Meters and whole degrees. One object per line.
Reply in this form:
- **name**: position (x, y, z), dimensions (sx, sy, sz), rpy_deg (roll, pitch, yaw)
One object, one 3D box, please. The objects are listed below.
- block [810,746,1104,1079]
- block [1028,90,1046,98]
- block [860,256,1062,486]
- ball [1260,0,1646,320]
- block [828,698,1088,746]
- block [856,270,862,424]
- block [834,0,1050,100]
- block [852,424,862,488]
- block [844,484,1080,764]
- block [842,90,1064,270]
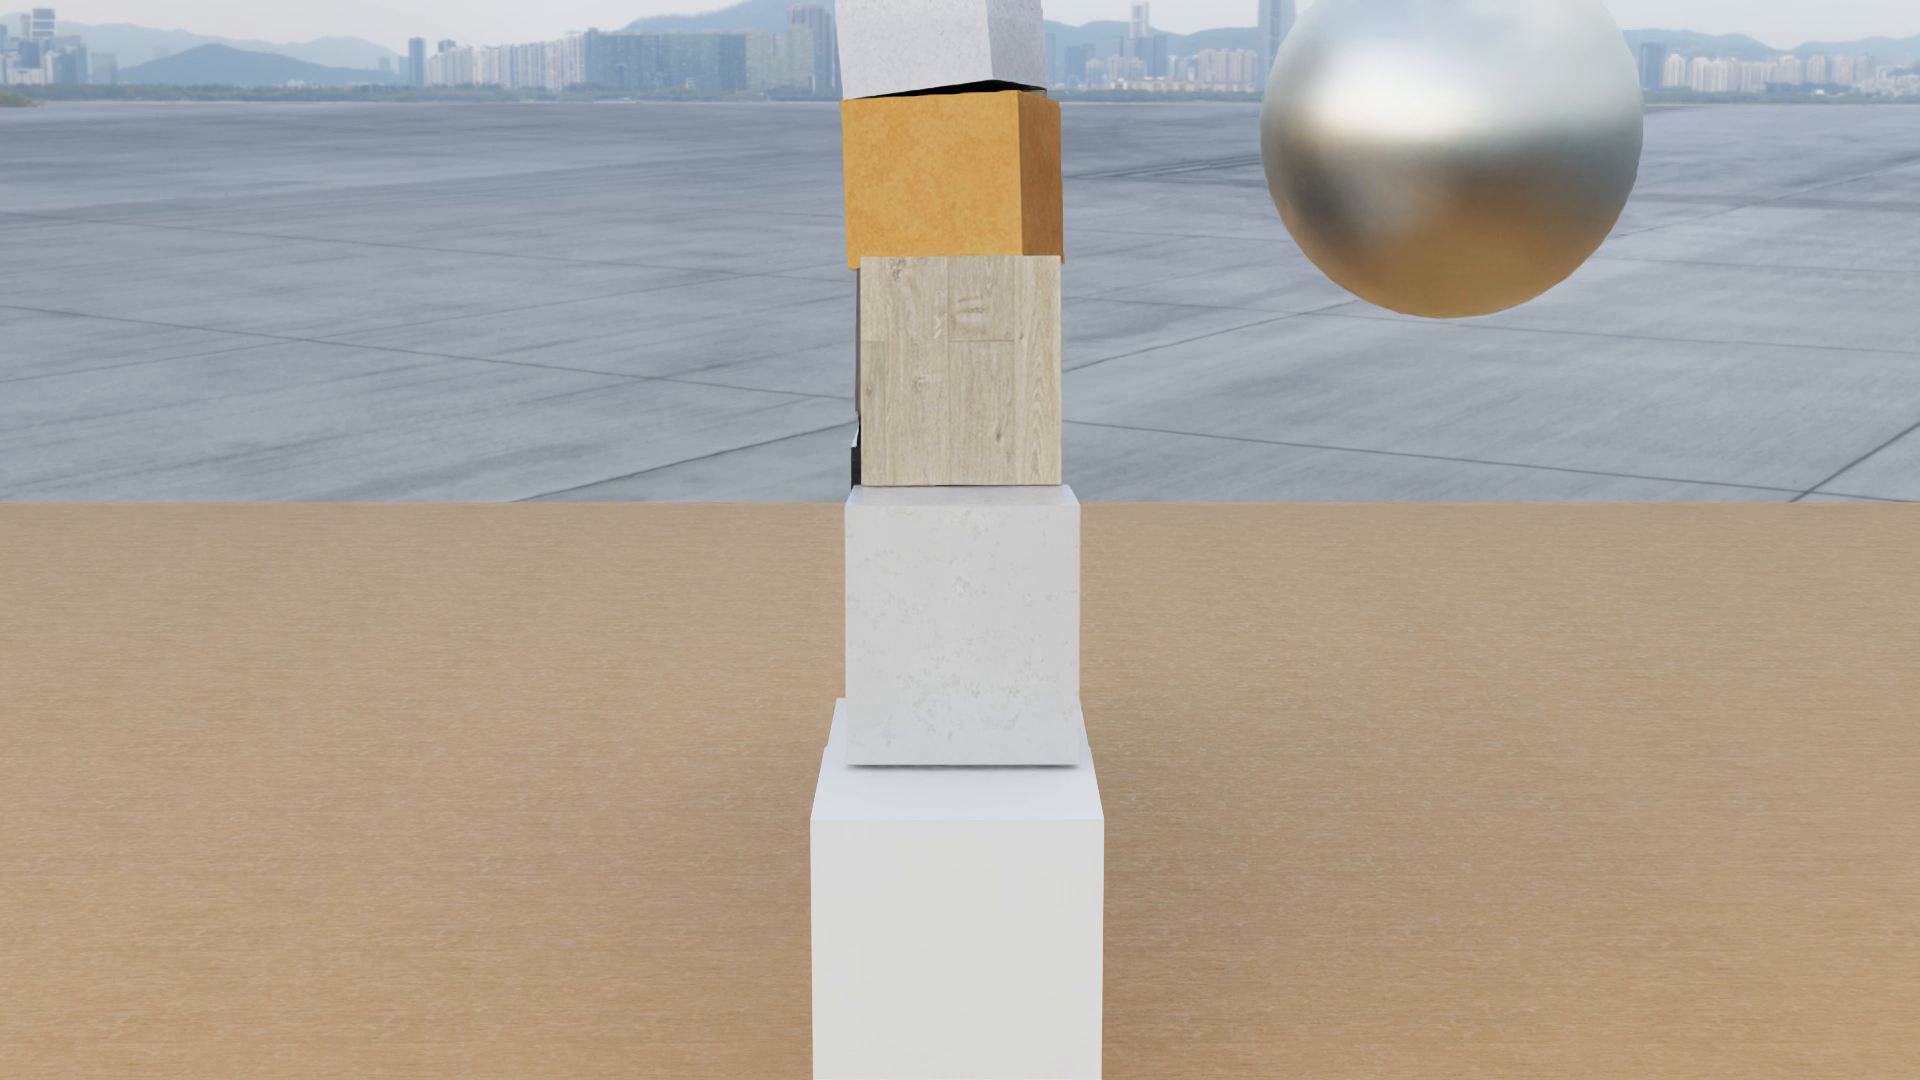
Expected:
- **block**: position (-0.009, 1.363, 9.182), dimensions (0.988, 1.033, 0.946), rpy_deg (0, 10, 0)
- **block**: position (-0.008, -1.718, 11.631), dimensions (0.769, 0.791, 0.742), rpy_deg (0, -6, -1)
- **block**: position (0.008, -0.663, 10.312), dimensions (0.774, 0.883, 0.808), rpy_deg (0, 1, 1)
- **ball**: position (2.074, -1.738, 10.864), dimensions (1.600, 1.600, 1.600), rpy_deg (0, 10, 0)
- **block**: position (-0.008, 1.217, 10.154), dimensions (0.998, 0.972, 0.998), rpy_deg (0, 10, 0)
- **block**: position (-0.010, -0.909, 11.889), dimensions (0.902, 0.767, 0.933), rpy_deg (0, -6, 0)
- **block**: position (-0.080, -2.163, 10.577), dimensions (0.658, 0.647, 0.633), rpy_deg (-4, 4, 23)
- **block**: position (-0.031, 0.053, 11.343), dimensions (0.856, 1.044, 0.987), rpy_deg (0, 8, 0)
- **block**: position (0.007, 0.296, 9.601), dimensions (0.836, 0.933, 0.892), rpy_deg (0, 6, 0)
- **block**: position (-0.018, -1.486, 10.701), dimensions (0.740, 0.685, 0.726), rpy_deg (0, 6, 16)
